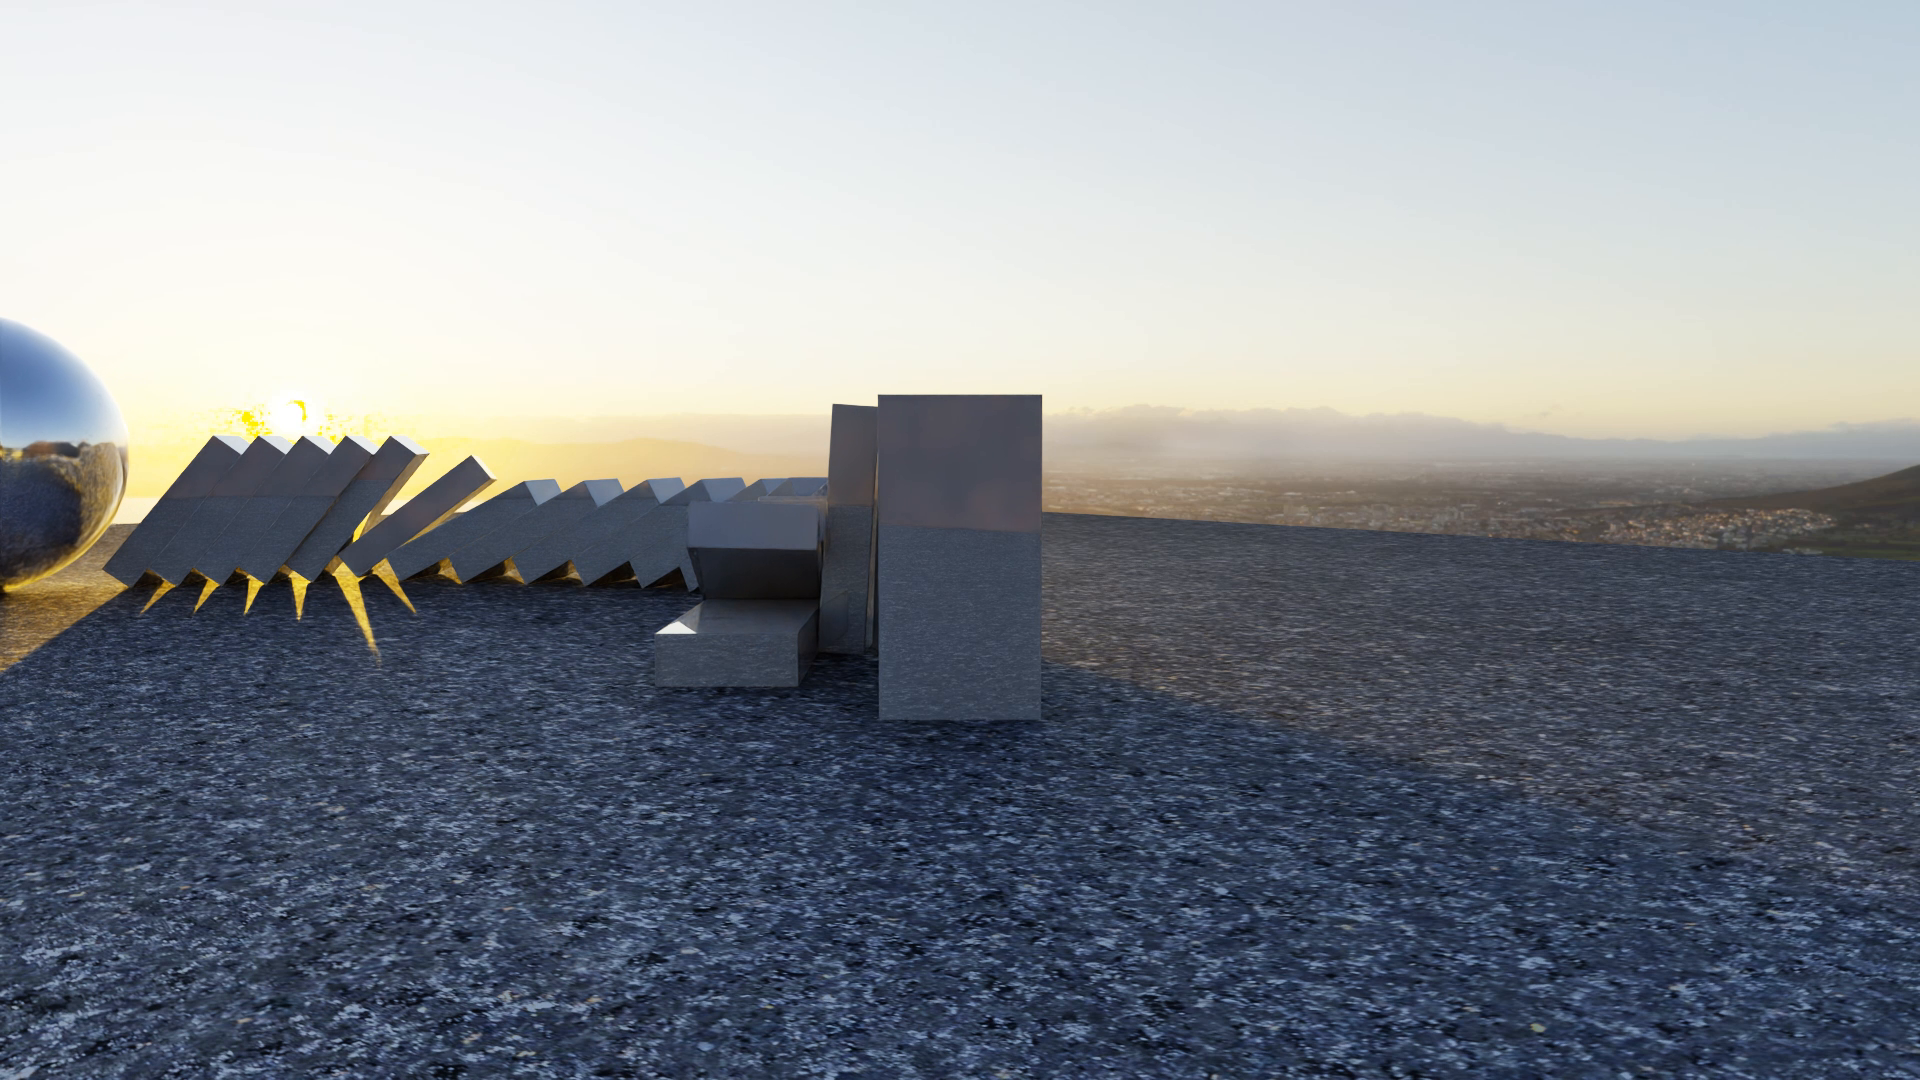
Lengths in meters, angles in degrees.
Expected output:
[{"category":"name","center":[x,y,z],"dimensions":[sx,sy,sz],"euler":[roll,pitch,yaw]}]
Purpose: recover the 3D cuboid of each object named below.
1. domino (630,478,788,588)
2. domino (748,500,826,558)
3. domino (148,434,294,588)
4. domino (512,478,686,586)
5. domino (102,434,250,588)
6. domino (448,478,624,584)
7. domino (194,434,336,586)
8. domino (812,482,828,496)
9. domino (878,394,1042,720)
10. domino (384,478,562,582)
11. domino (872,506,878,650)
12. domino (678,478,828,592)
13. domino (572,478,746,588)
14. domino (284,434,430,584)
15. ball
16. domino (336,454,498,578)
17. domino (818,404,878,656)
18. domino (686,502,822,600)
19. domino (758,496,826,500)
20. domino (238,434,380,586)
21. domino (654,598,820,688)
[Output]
[{"category":"domino","center":[-0.070,-0.002,0.377],"dimensions":[0.050,0.010,0.025],"euler":[-29,-7,19]},{"category":"domino","center":[-0.042,0.005,0.295],"dimensions":[0.025,0.009,0.050],"euler":[-1,-22,-6]},{"category":"domino","center":[-0.224,-0.010,0.394],"dimensions":[0.009,0.050,0.025],"euler":[38,-5,-13]},{"category":"domino","center":[-0.109,-0.003,0.394],"dimensions":[0.050,0.009,0.025],"euler":[-28,-1,11]},{"category":"domino","center":[-0.236,-0.009,0.391],"dimensions":[0.010,0.050,0.025],"euler":[38,-5,-13]},{"category":"domino","center":[-0.130,-0.003,0.399],"dimensions":[0.050,0.009,0.025],"euler":[-27,0,9]},{"category":"domino","center":[-0.212,-0.010,0.396],"dimensions":[0.009,0.050,0.025],"euler":[38,-5,-13]},{"category":"domino","center":[-0.038,-0.001,0.346],"dimensions":[0.025,0.009,0.050],"euler":[-2,-26,-48]},{"category":"domino","center":[0.000,0.002,0.201],"dimensions":[0.025,0.050,0.009],"euler":[0,4,0]},{"category":"domino","center":[-0.152,-0.003,0.404],"dimensions":[0.050,0.009,0.025],"euler":[-27,2,5]},{"category":"domino","center":[-0.004,-0.002,0.262],"dimensions":[0.025,0.050,0.010],"euler":[-3,10,-34]},{"category":"domino","center":[-0.053,-0.001,0.361],"dimensions":[0.050,0.009,0.025],"euler":[-33,-17,33]},{"category":"domino","center":[-0.089,-0.003,0.385],"dimensions":[0.050,0.009,0.025],"euler":[-29,-5,17]},{"category":"domino","center":[-0.189,-0.010,0.404],"dimensions":[0.010,0.050,0.025],"euler":[38,-4,-13]},{"category":"ball","center":[-0.279,-0.024,0.358],"dimensions":[0.080,0.080,0.080],"euler":[0,4,0]},{"category":"domino","center":[-0.173,-0.008,0.411],"dimensions":[0.050,0.009,0.025],"euler":[-40,11,-11]},{"category":"domino","center":[-0.022,-0.003,0.269],"dimensions":[0.009,0.050,0.025],"euler":[4,4,2]},{"category":"domino","center":[-0.042,0.007,0.271],"dimensions":[0.025,0.010,0.050],"euler":[1,-22,-4]},{"category":"domino","center":[-0.039,0.003,0.319],"dimensions":[0.025,0.010,0.050],"euler":[-1,-22,-14]},{"category":"domino","center":[-0.200,-0.010,0.399],"dimensions":[0.009,0.050,0.025],"euler":[38,-5,-13]},{"category":"domino","center":[-0.041,0.019,0.249],"dimensions":[0.025,0.010,0.050],"euler":[0,4,-1]}]
